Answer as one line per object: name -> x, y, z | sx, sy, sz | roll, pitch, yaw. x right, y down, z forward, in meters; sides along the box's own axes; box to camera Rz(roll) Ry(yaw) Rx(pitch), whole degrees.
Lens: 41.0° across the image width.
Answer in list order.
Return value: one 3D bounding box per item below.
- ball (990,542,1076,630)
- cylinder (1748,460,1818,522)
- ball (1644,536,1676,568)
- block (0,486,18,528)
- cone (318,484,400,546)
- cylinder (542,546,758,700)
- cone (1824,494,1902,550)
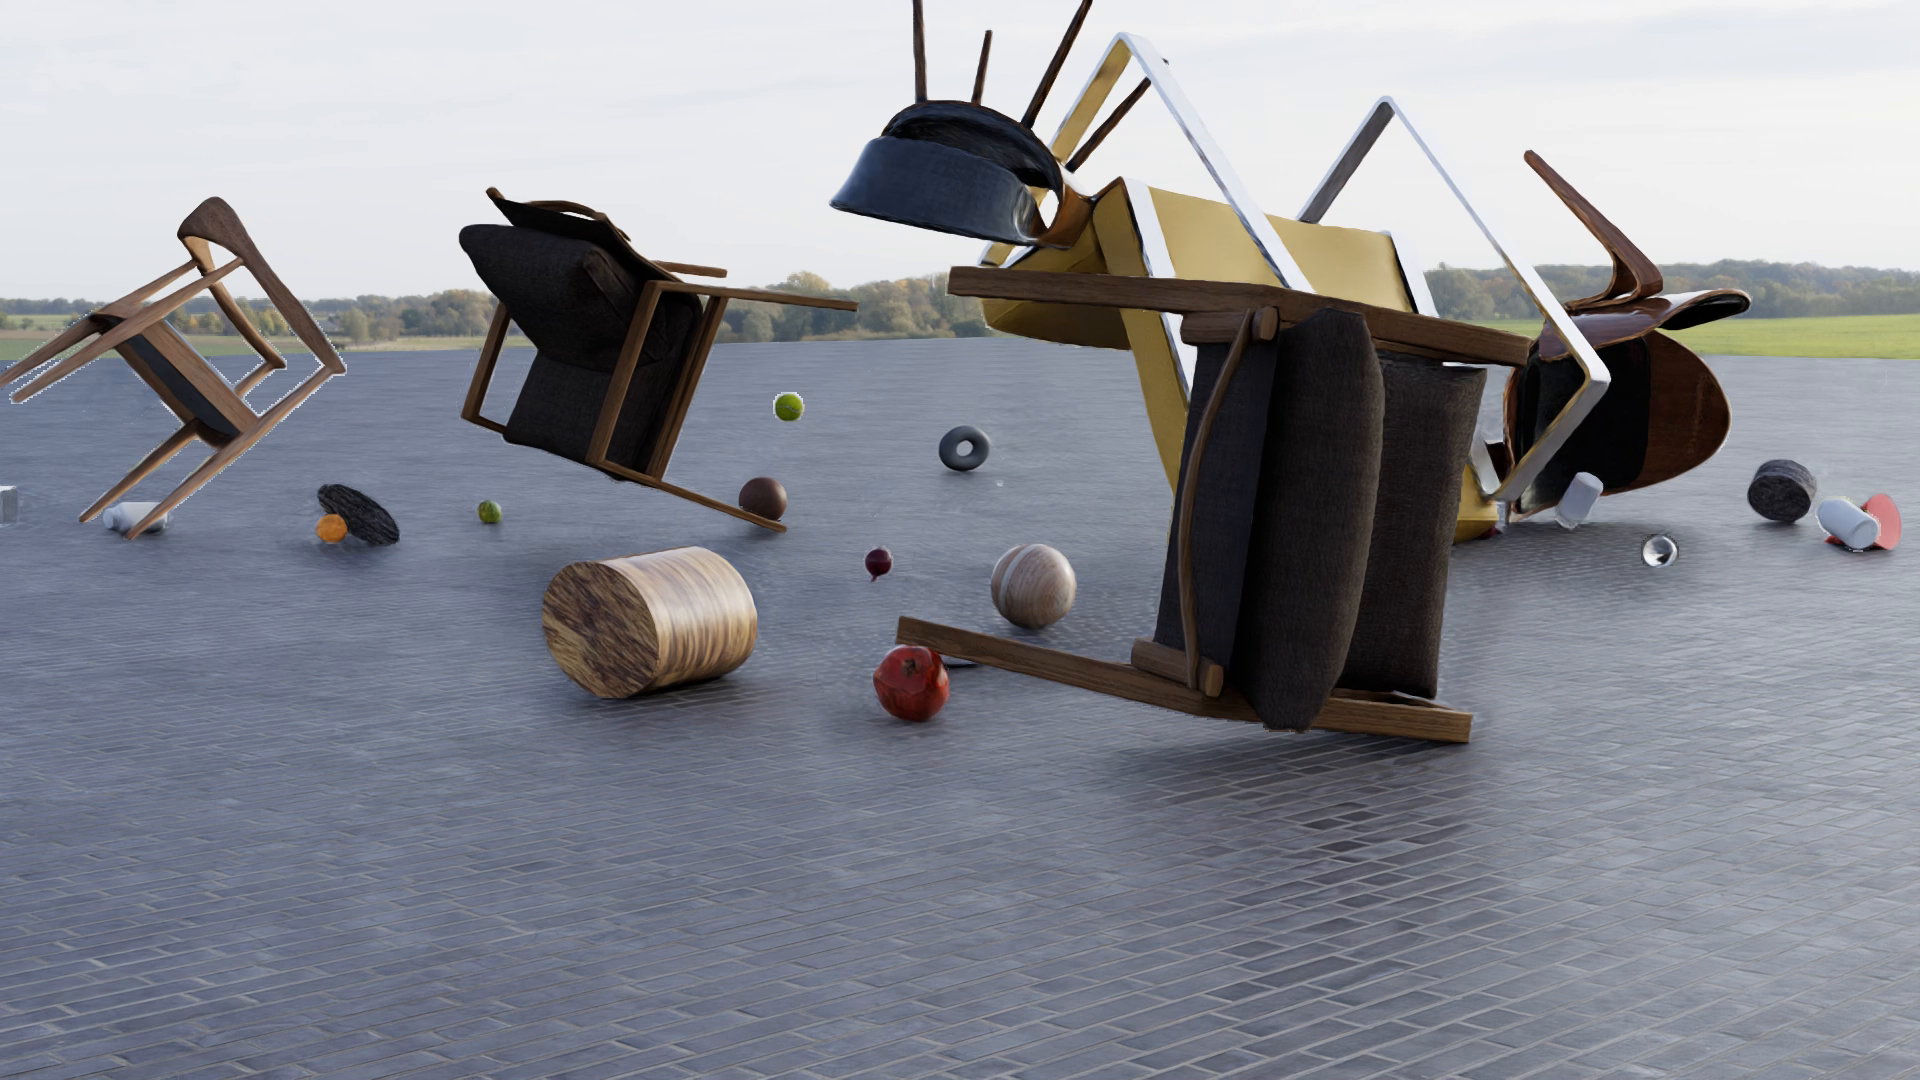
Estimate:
ball -> 0.137, 0.086, 4.794 | 0.161, 0.161, 0.161 | 0, 6, 0
cylinder -> 2.193, -0.130, 6.842 | 0.165, 0.160, 0.069 | -16, 28, 45
ball -> 1.588, 0.028, 5.821 | 0.073, 0.073, 0.073 | 0, 6, 0
block -> -2.613, -0.086, 6.786 | 0.188, 0.095, 0.190 | -1, 6, -7
cone -> -1.477, -0.034, 6.387 | 0.267, 0.100, 0.135 | 32, -18, 19
cylinder -> -0.495, 0.129, 4.119 | 0.237, 0.202, 0.270 | 41, 23, 21
cone -> 2.186, -0.019, 6.279 | 0.126, 0.145, 0.183 | 35, -33, -21
